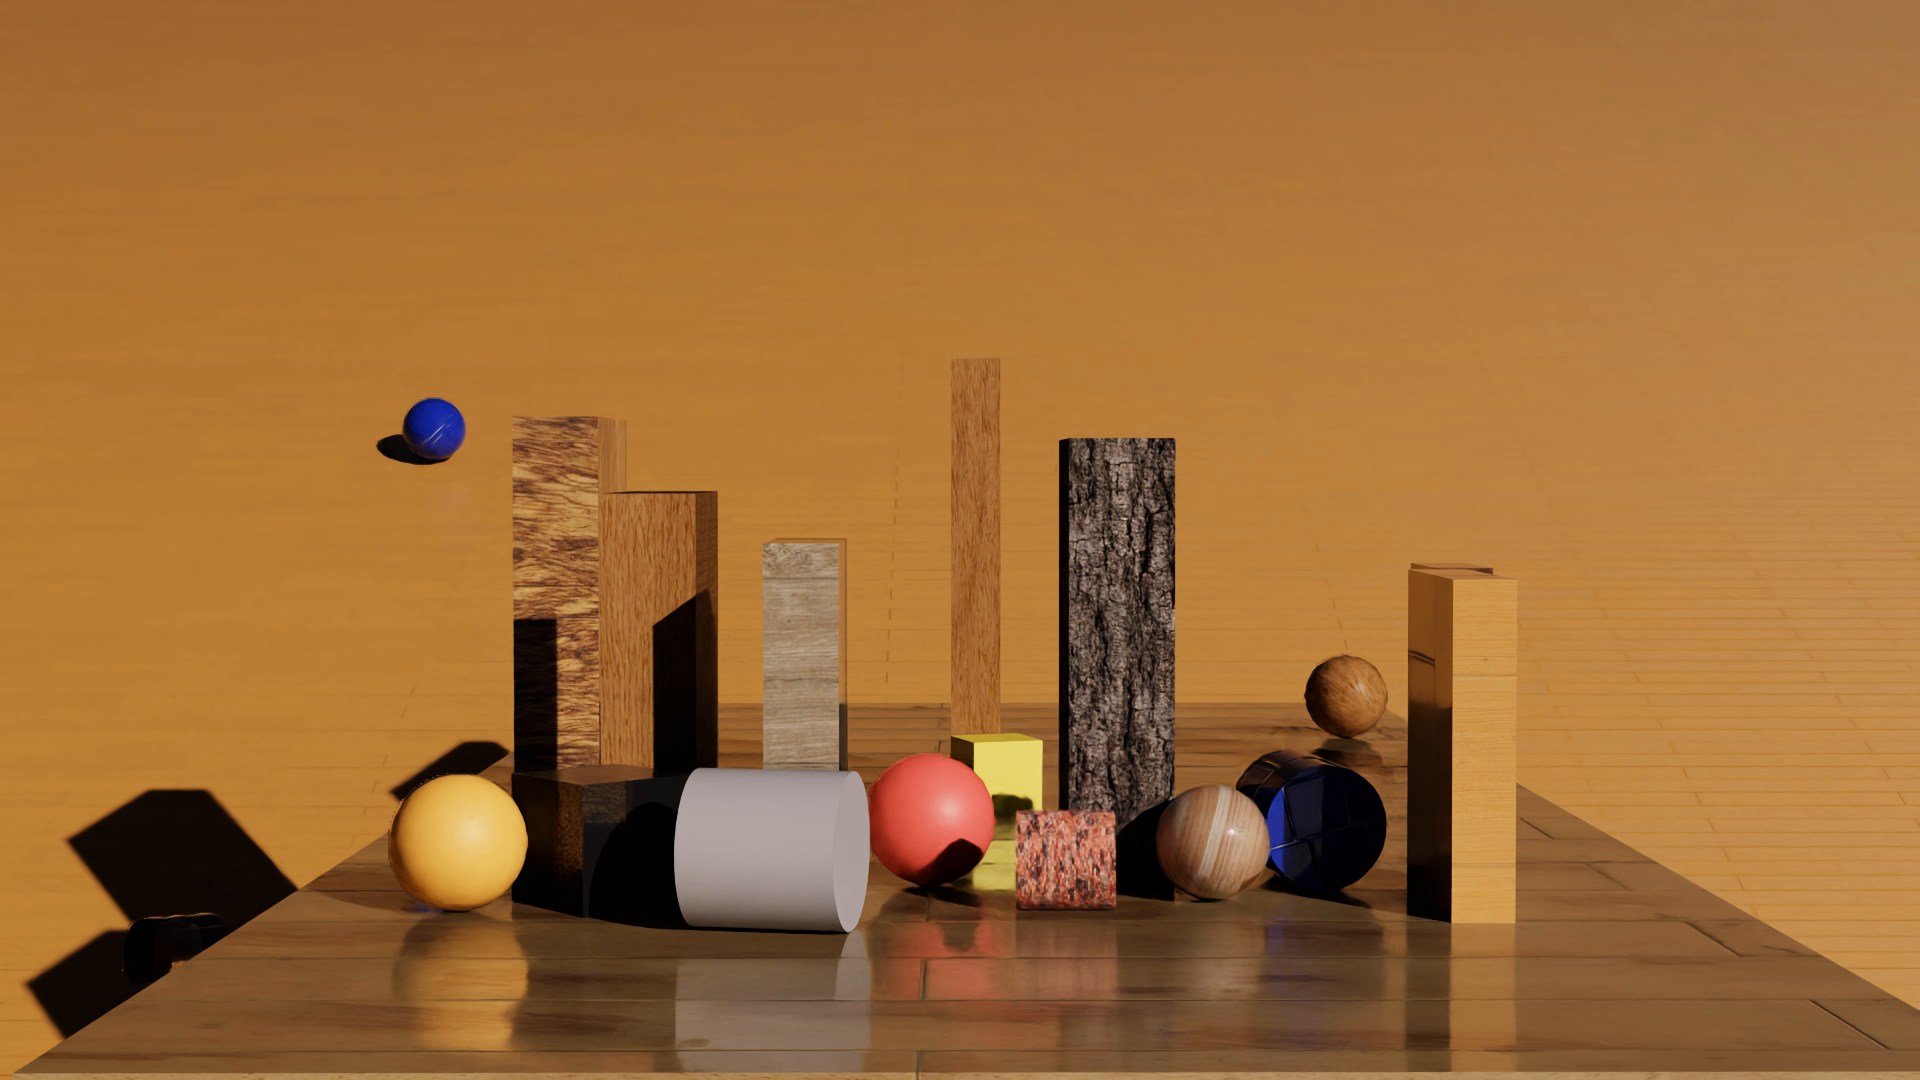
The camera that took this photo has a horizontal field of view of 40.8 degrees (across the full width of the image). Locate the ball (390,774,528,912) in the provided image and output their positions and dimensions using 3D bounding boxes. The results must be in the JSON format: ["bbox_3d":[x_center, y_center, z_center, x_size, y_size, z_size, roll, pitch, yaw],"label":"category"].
[{"bbox_3d":[-0.679,0.410,3.494,0.185,0.185,0.185,0,25,0],"label":"ball"}]

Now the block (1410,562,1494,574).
[{"bbox_3d":[0.958,0.253,5.036,0.109,0.408,0.268,0,2,0],"label":"block"}]

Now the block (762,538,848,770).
[{"bbox_3d":[-0.213,0.250,3.595,0.102,0.498,0.267,0,2,0],"label":"block"}]

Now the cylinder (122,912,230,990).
[{"bbox_3d":[-1.180,0.622,3.889,0.112,0.112,0.112,18,7,33],"label":"cylinder"}]

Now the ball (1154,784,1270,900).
[{"bbox_3d":[0.350,0.419,3.577,0.160,0.160,0.160,0,25,0],"label":"ball"}]

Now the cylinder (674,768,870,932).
[{"bbox_3d":[-0.242,0.402,3.356,0.207,0.207,0.207,0,25,11],"label":"cylinder"}]

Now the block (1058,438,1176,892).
[{"bbox_3d":[0.228,0.172,3.811,0.150,0.641,0.352,0,2,0],"label":"block"}]

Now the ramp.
[{"bbox_3d":[0.058,0.521,4.560,2.000,0.100,4.000,0,2,0],"label":"ramp"}]

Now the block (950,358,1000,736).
[{"bbox_3d":[0.028,0.069,4.788,0.088,0.792,0.409,0,2,0],"label":"block"}]

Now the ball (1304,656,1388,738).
[{"bbox_3d":[0.857,0.347,5.725,0.182,0.182,0.182,0,25,0],"label":"ball"}]

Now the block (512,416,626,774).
[{"bbox_3d":[-0.691,0.127,4.602,0.146,0.687,0.386,0,2,0],"label":"block"}]

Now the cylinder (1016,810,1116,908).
[{"bbox_3d":[0.143,0.434,3.507,0.134,0.134,0.134,0,25,1],"label":"cylinder"}]

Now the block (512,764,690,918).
[{"bbox_3d":[-0.495,0.411,3.559,0.178,0.178,0.178,-1,2,-41],"label":"block"}]

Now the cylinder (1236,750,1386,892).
[{"bbox_3d":[0.502,0.403,3.731,0.179,0.179,0.179,-5,4,-10],"label":"cylinder"}]

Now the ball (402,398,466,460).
[{"bbox_3d":[-1.663,-0.350,8.158,0.198,0.198,0.198,0,25,0],"label":"ball"}]

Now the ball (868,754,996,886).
[{"bbox_3d":[-0.043,0.402,3.706,0.187,0.187,0.187,0,25,0],"label":"ball"}]

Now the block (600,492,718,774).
[{"bbox_3d":[-0.445,0.210,3.850,0.136,0.563,0.342,0,2,0],"label":"block"}]

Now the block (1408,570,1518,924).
[{"bbox_3d":[0.689,0.273,3.556,0.084,0.453,0.336,0,2,0],"label":"block"}]

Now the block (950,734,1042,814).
[{"bbox_3d":[0.063,0.410,4.524,0.125,0.125,0.125,-1,2,-19],"label":"block"}]
